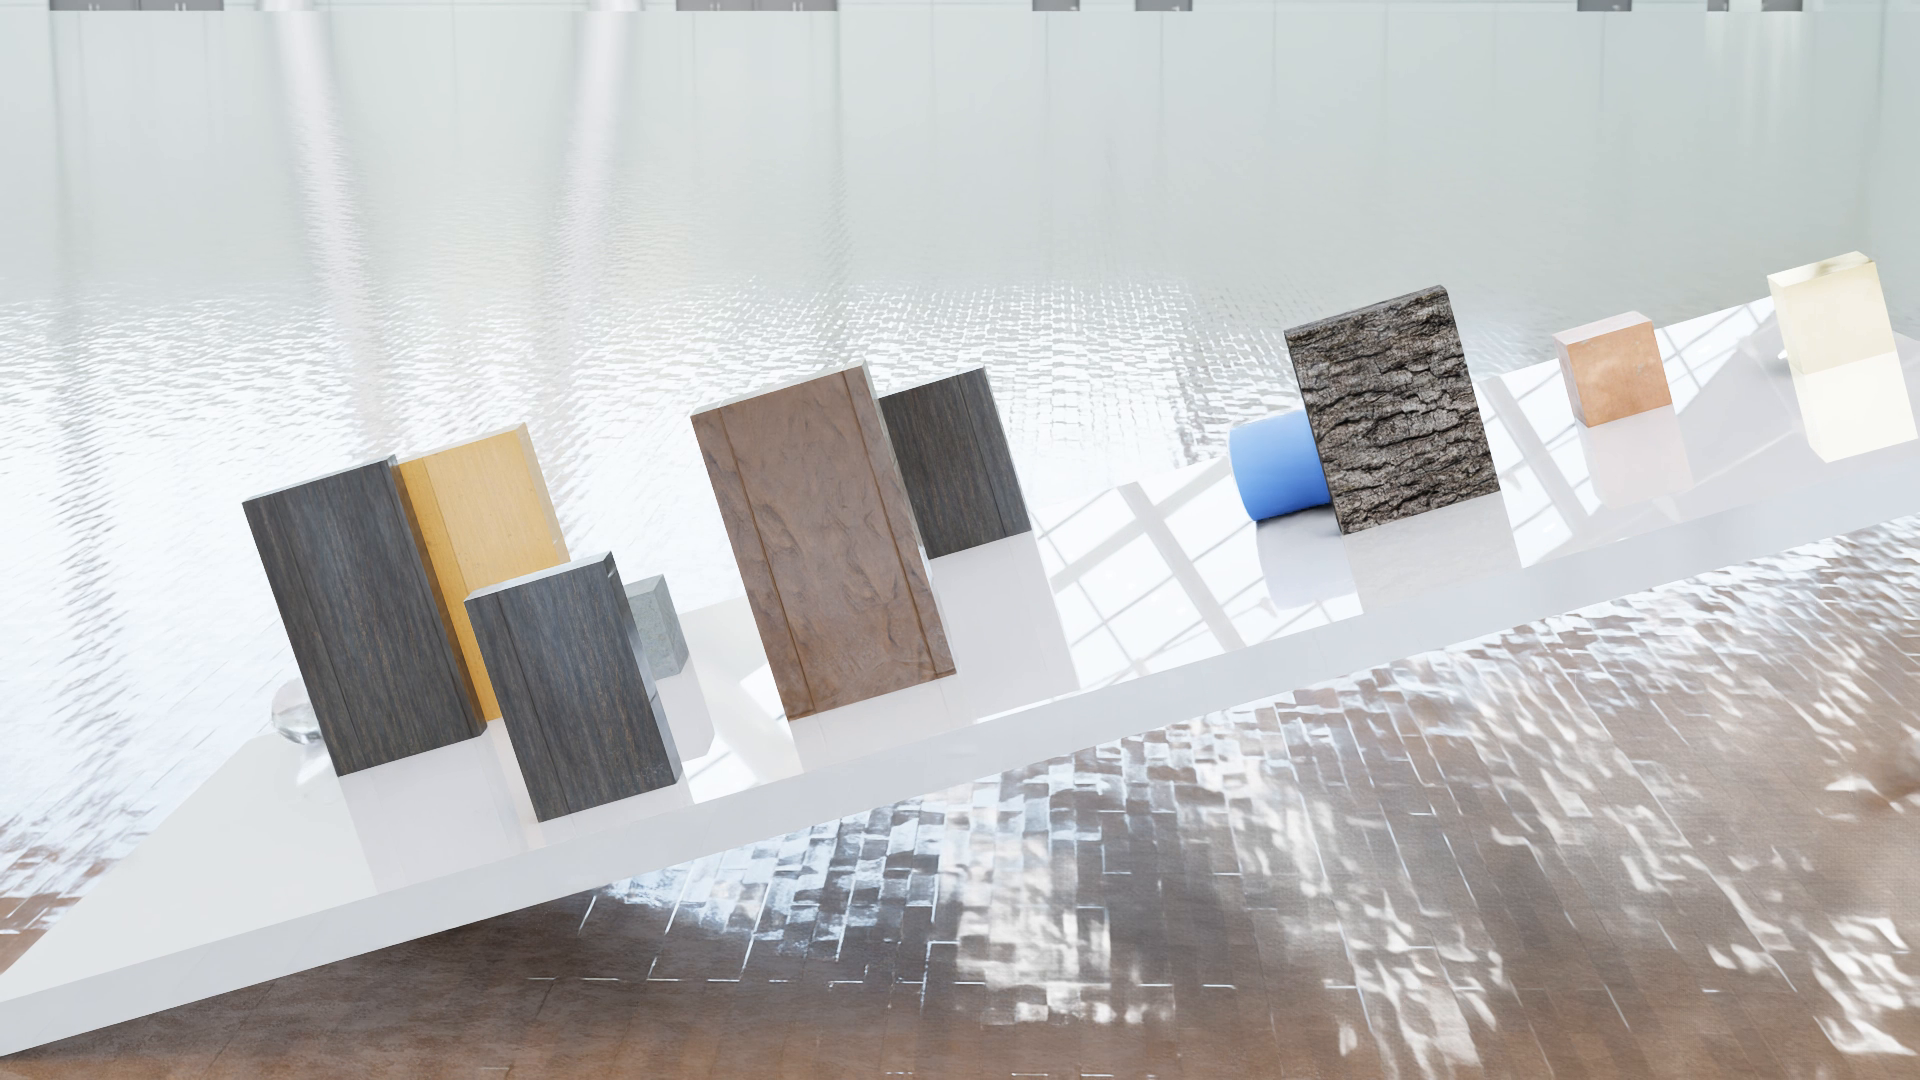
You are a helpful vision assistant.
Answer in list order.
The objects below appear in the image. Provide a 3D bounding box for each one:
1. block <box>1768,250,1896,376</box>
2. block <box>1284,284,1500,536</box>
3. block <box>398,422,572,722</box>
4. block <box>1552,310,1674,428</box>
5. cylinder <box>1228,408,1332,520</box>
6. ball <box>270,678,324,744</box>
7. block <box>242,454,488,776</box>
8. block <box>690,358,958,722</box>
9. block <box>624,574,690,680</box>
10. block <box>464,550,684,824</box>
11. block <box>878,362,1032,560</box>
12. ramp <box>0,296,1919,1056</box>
[{"bbox_3d":[1.830,-0.478,6.182,0.192,0.192,0.192,-15,10,9],"label":"block"},{"bbox_3d":[0.872,-0.262,5.942,0.329,0.423,0.099,-16,10,5],"label":"block"},{"bbox_3d":[-1.120,0.095,6.746,0.443,0.624,0.124,-16,10,5],"label":"block"},{"bbox_3d":[1.401,-0.369,6.324,0.185,0.185,0.185,-16,10,5],"label":"block"},{"bbox_3d":[0.708,-0.166,6.315,0.208,0.208,0.208,-14,7,16],"label":"cylinder"},{"bbox_3d":[-1.590,0.414,7.135,0.162,0.162,0.162,0,11,0],"label":"ball"},{"bbox_3d":[-1.333,0.171,6.600,0.344,0.656,0.082,-16,10,5],"label":"block"},{"bbox_3d":[-0.263,0.000,5.793,0.350,0.636,0.116,-16,10,5],"label":"block"},{"bbox_3d":[-0.751,0.216,6.701,0.199,0.199,0.199,-16,10,4],"label":"block"},{"bbox_3d":[-0.733,0.279,5.600,0.277,0.450,0.104,-16,10,5],"label":"block"},{"bbox_3d":[-0.098,-0.163,7.065,0.445,0.410,0.091,-16,10,5],"label":"block"},{"bbox_3d":[0.093,0.186,6.317,4.000,0.100,2.000,-16,10,5],"label":"ramp"}]
